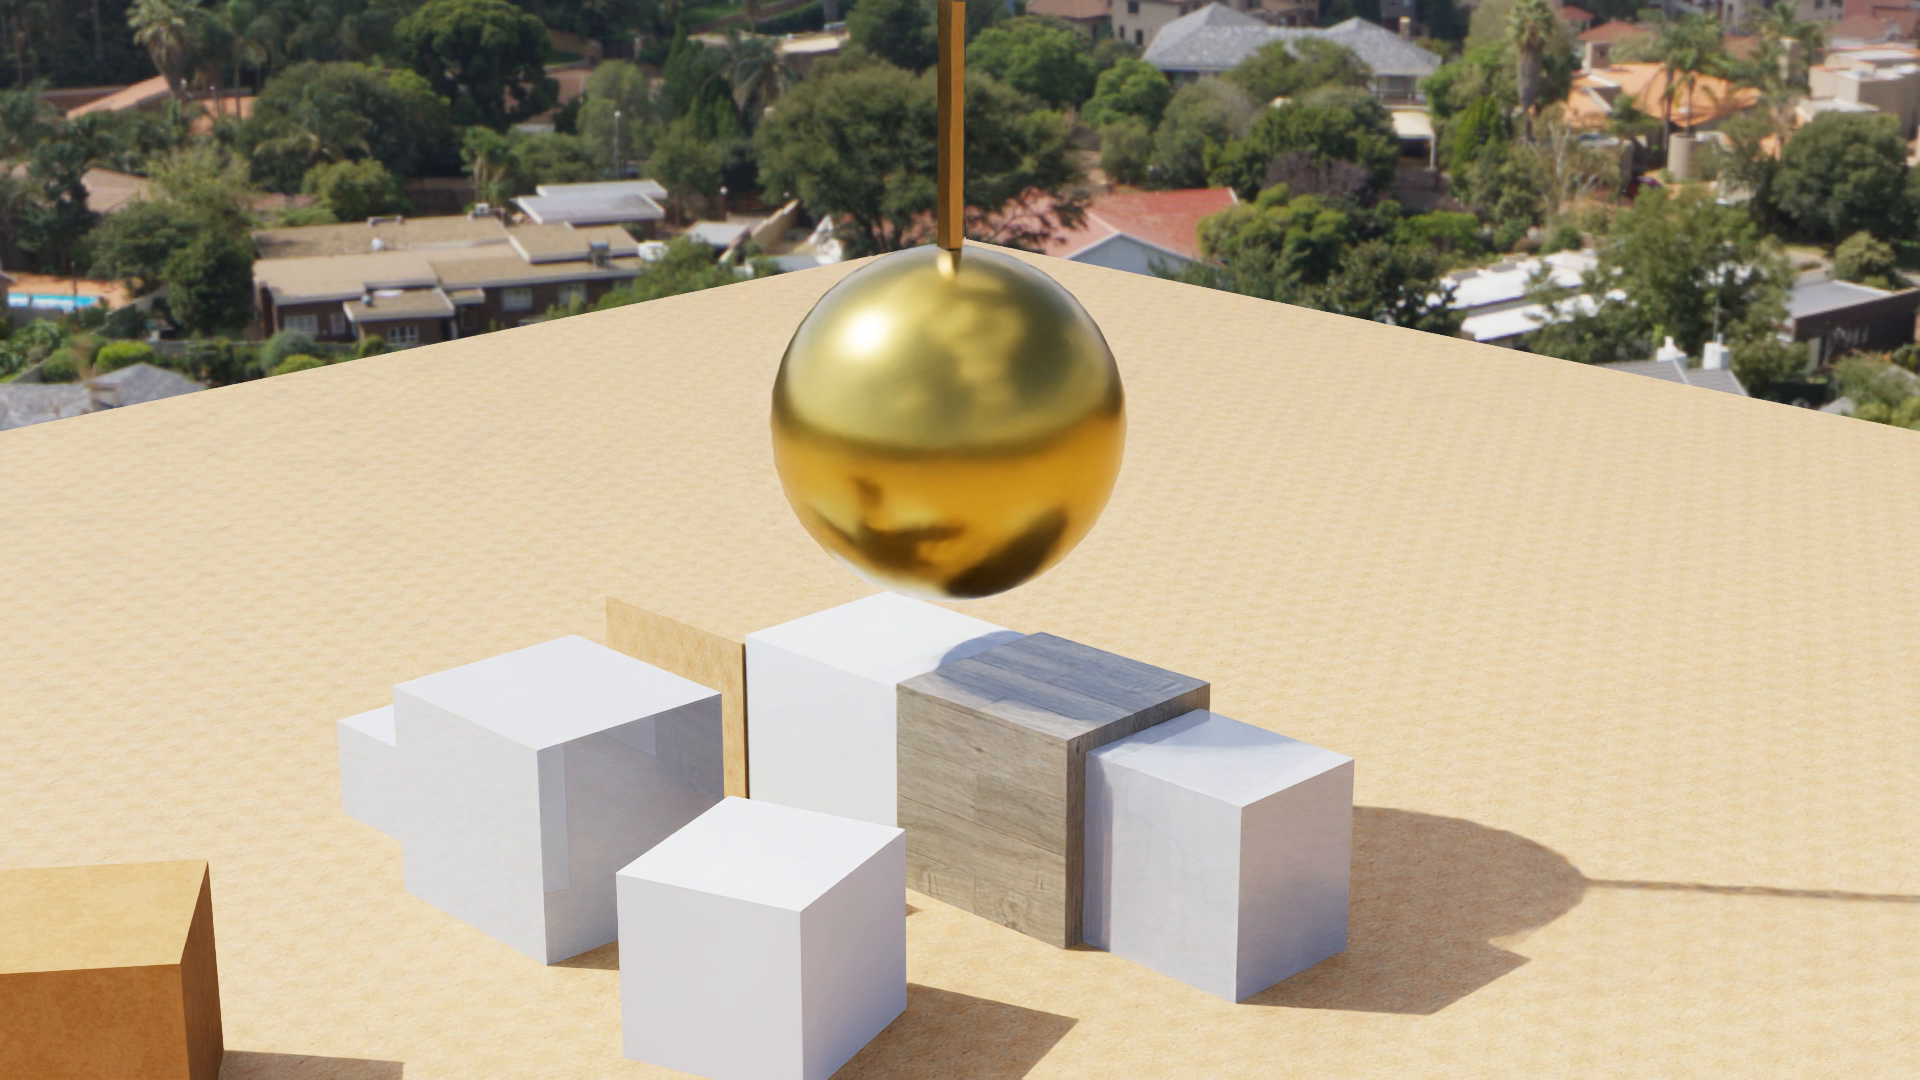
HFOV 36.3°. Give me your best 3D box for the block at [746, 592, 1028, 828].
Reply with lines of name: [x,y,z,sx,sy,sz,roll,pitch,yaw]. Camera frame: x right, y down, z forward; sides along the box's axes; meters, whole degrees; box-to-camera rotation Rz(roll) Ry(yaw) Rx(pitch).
block: [-0.312,0.900,13.939,1.043,0.925,0.939,17,24,42]

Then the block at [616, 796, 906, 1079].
block: [-0.786,1.625,11.833,0.824,0.804,0.885,8,19,25]

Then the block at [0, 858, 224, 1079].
block: [-3.363,1.815,11.179,0.931,0.833,0.951,-2,18,-7]

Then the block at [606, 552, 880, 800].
block: [-1.047,0.699,14.649,1.025,0.883,0.980,17,24,42]

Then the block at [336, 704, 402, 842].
block: [-2.592,1.096,14.061,0.570,0.476,0.520,17,24,42]

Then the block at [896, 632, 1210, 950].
block: [0.416,1.102,13.215,1.015,0.974,0.966,16,23,41]

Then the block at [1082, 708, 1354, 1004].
block: [1.106,1.339,12.610,0.859,0.884,0.752,17,24,42]

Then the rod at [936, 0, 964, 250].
rod: [-0.023,-3.776,12.131,0.080,5.200,0.080,17,23,42]

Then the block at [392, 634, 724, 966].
block: [-1.782,1.131,13.096,0.996,0.990,1.082,-16,24,-41]

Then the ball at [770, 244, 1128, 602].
ball: [-0.052,-0.523,13.123,1.600,1.600,1.600,0,17,0]
